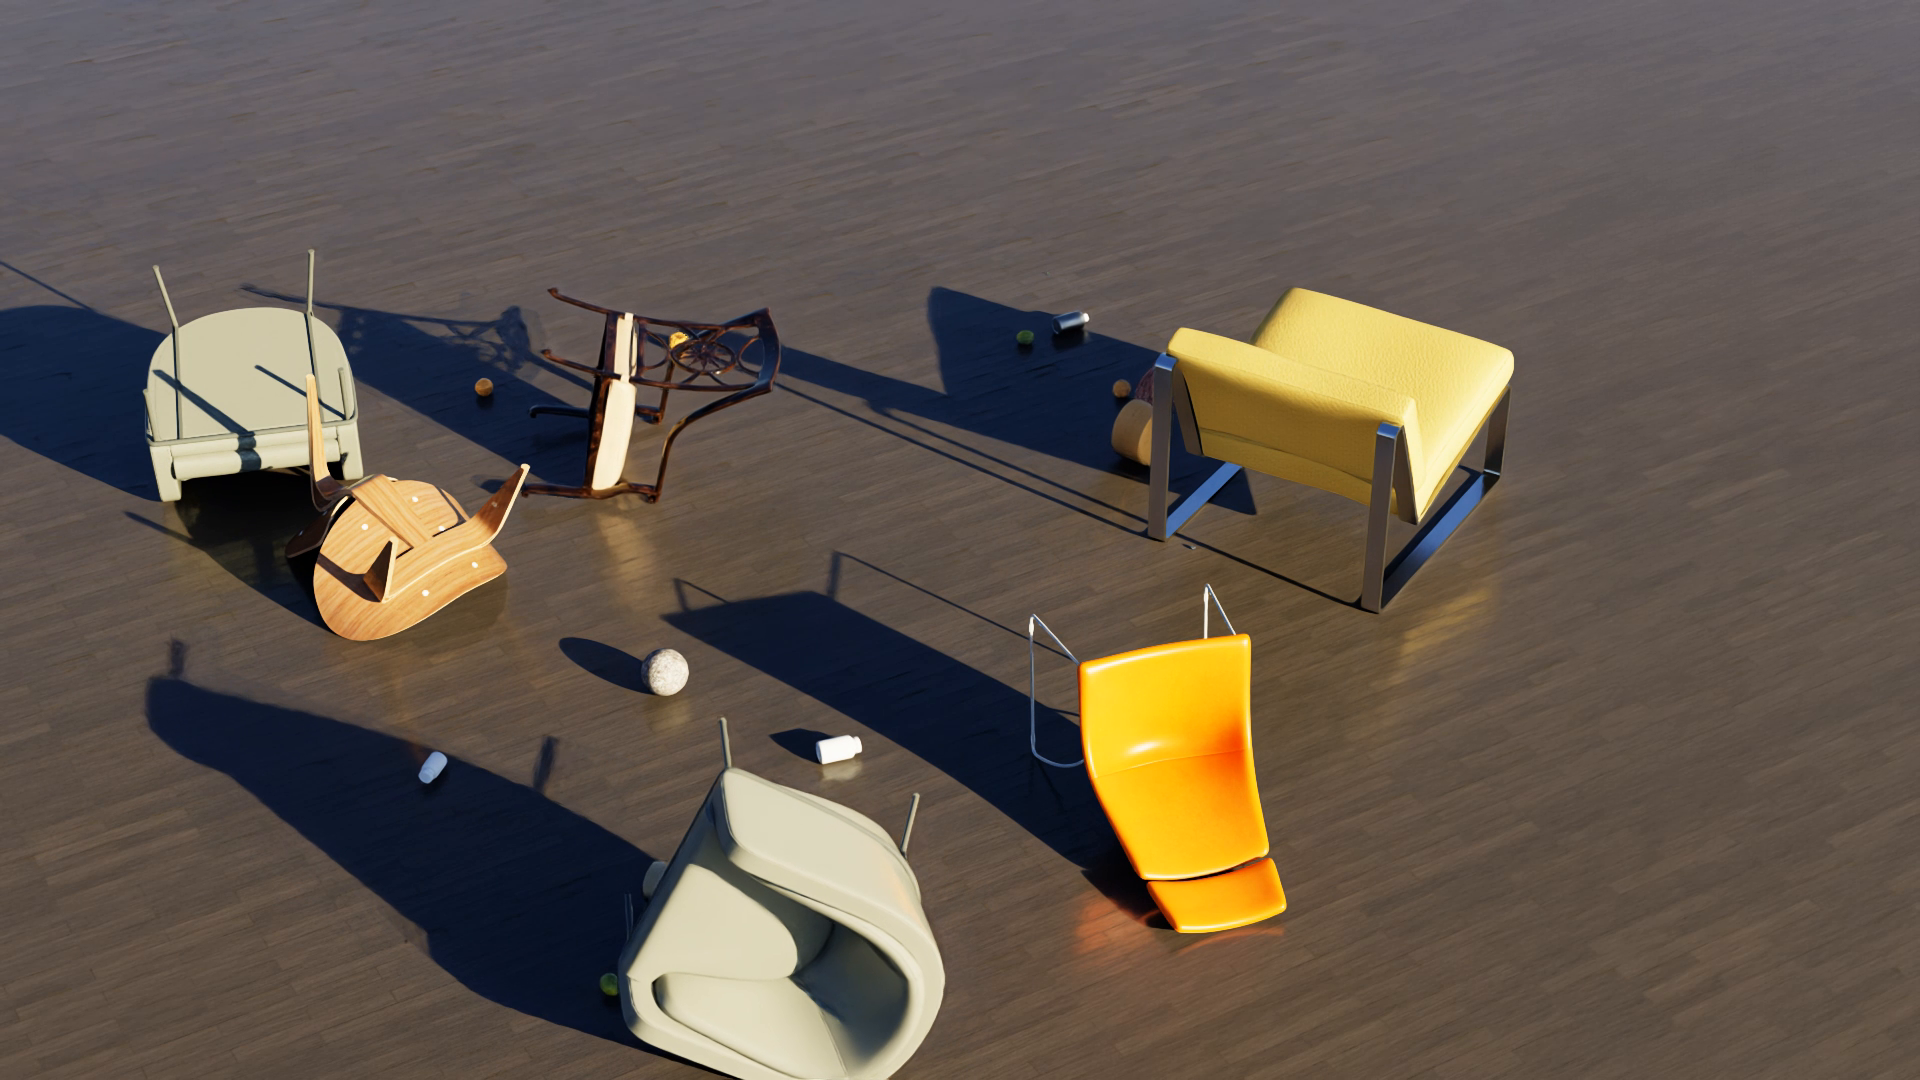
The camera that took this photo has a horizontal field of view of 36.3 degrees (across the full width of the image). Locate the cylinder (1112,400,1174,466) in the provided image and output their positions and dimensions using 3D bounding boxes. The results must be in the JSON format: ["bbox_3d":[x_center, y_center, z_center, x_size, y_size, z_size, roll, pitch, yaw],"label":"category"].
[{"bbox_3d":[0.707,-0.417,11.369,0.133,0.230,0.221,26,25,33],"label":"cylinder"}]

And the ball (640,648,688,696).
[{"bbox_3d":[-1.018,0.455,10.104,0.165,0.165,0.165,0,33,0],"label":"ball"}]

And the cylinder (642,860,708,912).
[{"bbox_3d":[-0.892,1.082,9.173,0.148,0.128,0.180,10,4,15],"label":"cylinder"}]

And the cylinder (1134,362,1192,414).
[{"bbox_3d":[0.807,-0.595,11.670,0.105,0.184,0.235,30,70,37],"label":"cylinder"}]
